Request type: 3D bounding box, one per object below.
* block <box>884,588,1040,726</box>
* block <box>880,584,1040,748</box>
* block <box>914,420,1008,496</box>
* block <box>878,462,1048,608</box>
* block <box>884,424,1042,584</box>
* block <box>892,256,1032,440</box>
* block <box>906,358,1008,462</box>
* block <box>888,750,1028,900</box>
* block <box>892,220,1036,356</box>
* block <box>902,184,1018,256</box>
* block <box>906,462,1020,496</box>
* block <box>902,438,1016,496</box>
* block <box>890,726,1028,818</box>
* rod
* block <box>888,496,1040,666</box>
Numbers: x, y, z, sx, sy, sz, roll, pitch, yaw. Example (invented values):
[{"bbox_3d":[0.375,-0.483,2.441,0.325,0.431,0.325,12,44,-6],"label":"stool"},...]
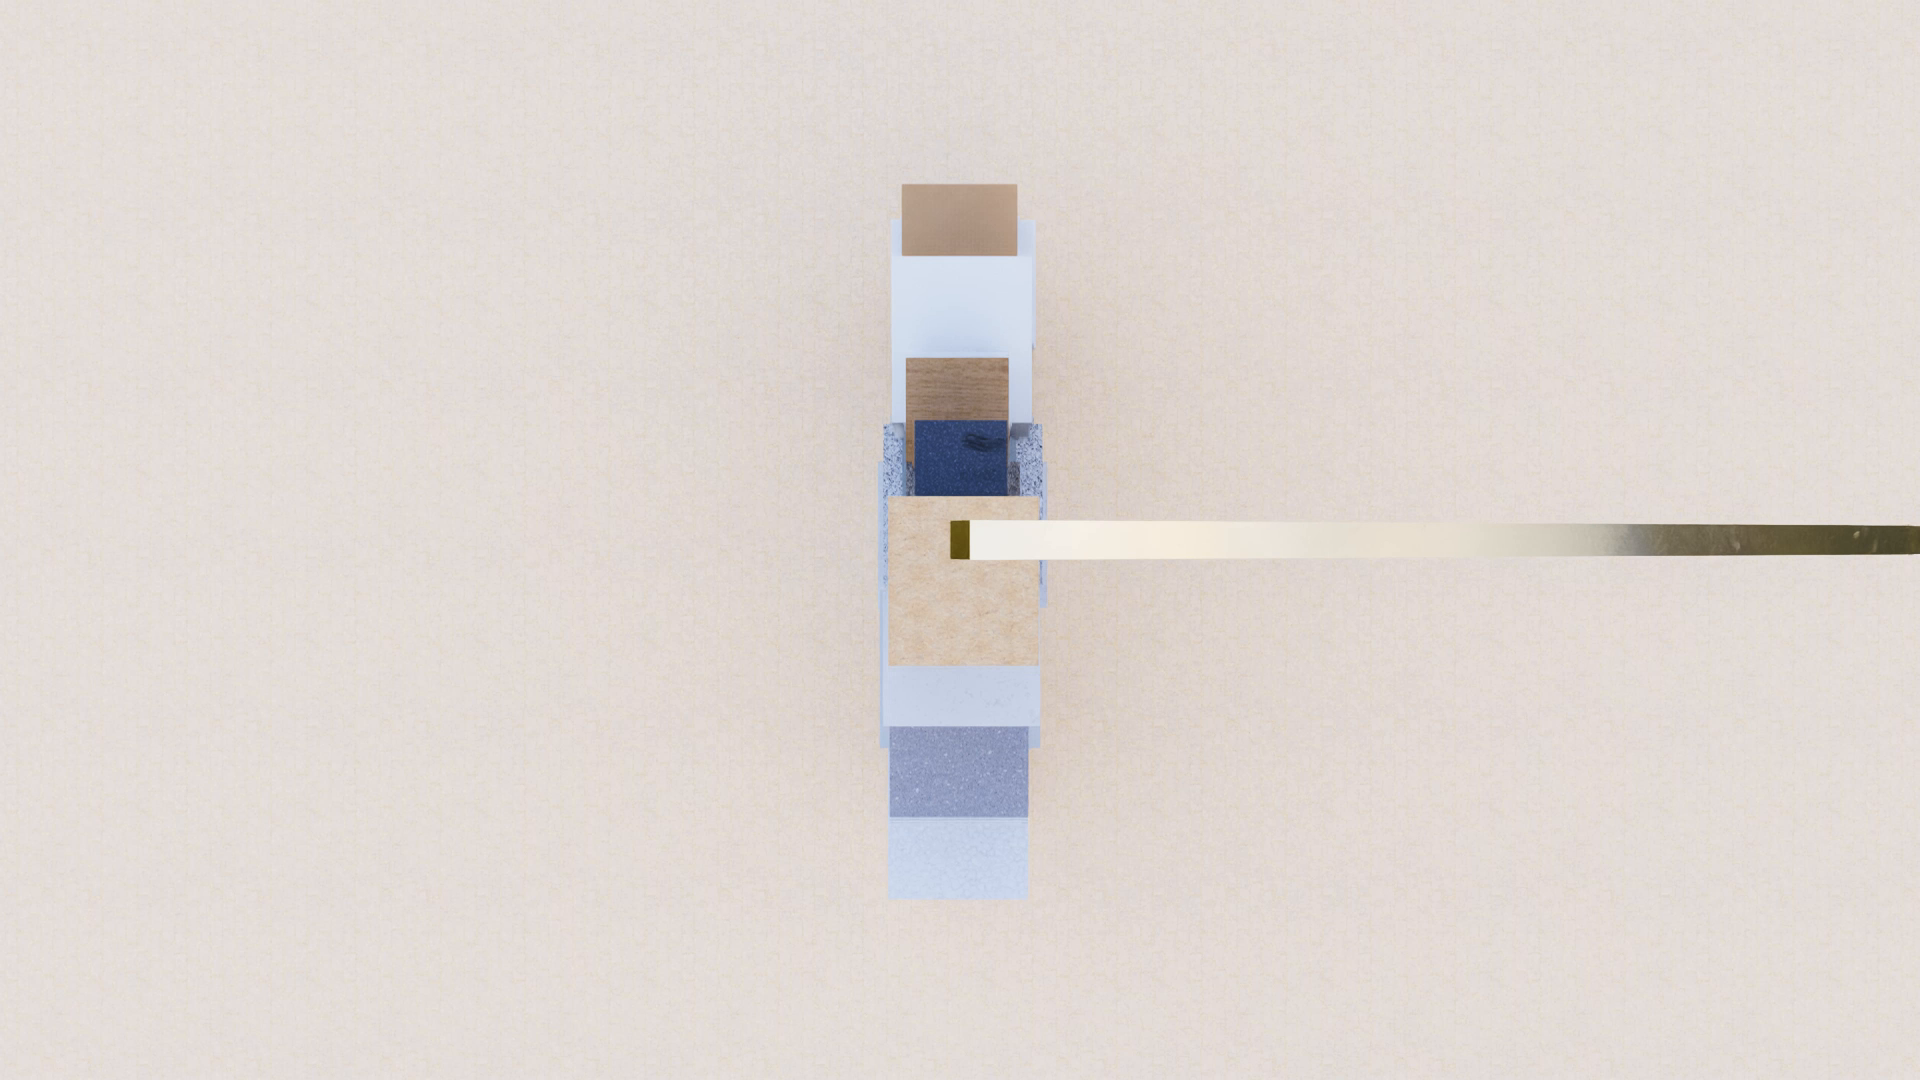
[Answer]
[{"bbox_3d":[0.008,0.512,9.830,0.679,0.664,0.582,0,90,0],"label":"block"},{"bbox_3d":[0.000,0.626,11.179,0.788,0.817,0.778,0,91,0],"label":"block"},{"bbox_3d":[0.004,-0.343,9.402,0.386,0.421,0.342,0,94,0],"label":"block"},{"bbox_3d":[0.014,-0.030,12.612,0.941,0.776,0.813,0,90,0],"label":"block"},{"bbox_3d":[0.015,-0.175,11.153,0.781,0.767,0.787,0,90,0],"label":"block"},{"bbox_3d":[0.009,-0.900,10.470,0.644,0.648,0.775,0,86,0],"label":"block"},{"bbox_3d":[-0.012,-0.588,9.854,0.451,0.516,0.456,0,94,0],"label":"block"},{"bbox_3d":[-0.009,1.403,11.282,0.699,0.693,0.716,0,96,0],"label":"block"},{"bbox_3d":[0.017,-1.332,11.919,0.757,0.764,0.676,0,88,0],"label":"block"},{"bbox_3d":[-0.002,-1.457,11.259,0.579,0.564,0.624,0,88,0],"label":"block"},{"bbox_3d":[0.013,-0.068,9.903,0.499,0.530,0.513,0,85,0],"label":"block"},{"bbox_3d":[-0.004,-0.231,10.548,0.536,0.443,0.492,0,90,0],"label":"block"},{"bbox_3d":[-0.004,0.971,10.483,0.645,0.581,0.623,0,91,0],"label":"block"},{"bbox_3d":[2.234,0.000,5.820,5.200,0.080,0.080,0,90,-31],"label":"rod"},{"bbox_3d":[0.015,0.179,9.158,0.604,0.682,0.679,0,87,0],"label":"block"}]
